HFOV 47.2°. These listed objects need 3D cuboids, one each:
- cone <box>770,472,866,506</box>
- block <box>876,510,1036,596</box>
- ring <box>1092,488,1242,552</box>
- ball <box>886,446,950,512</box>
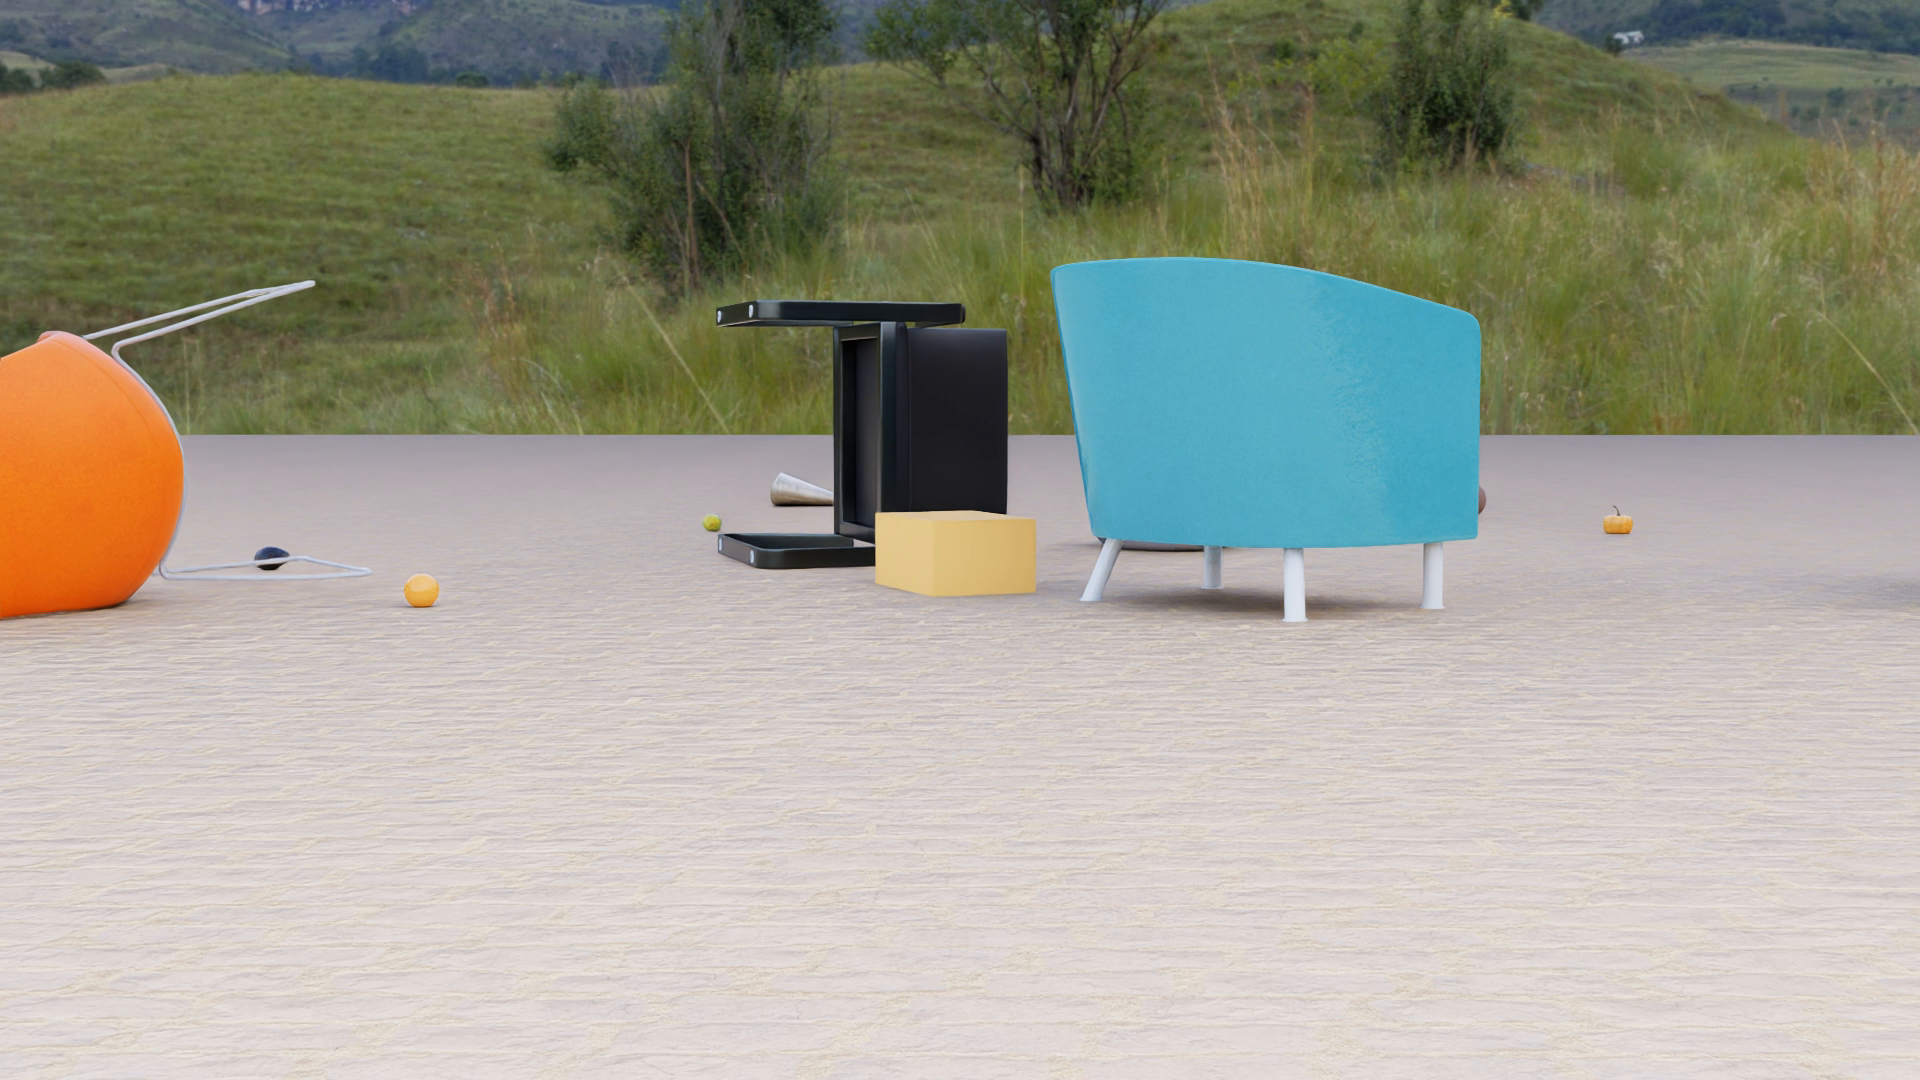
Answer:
[{"bbox_3d":[-0.526,-0.165,8.476,0.351,0.131,0.315,11,4,7],"label":"cone"},{"bbox_3d":[-0.014,0.027,4.958,0.245,0.164,0.350,-2,4,-23],"label":"block"},{"bbox_3d":[0.587,-0.059,6.250,0.404,0.163,0.478,-4,4,-29],"label":"ring"},{"bbox_3d":[-0.153,-0.223,8.038,0.240,0.240,0.240,0,4,0],"label":"ball"}]
